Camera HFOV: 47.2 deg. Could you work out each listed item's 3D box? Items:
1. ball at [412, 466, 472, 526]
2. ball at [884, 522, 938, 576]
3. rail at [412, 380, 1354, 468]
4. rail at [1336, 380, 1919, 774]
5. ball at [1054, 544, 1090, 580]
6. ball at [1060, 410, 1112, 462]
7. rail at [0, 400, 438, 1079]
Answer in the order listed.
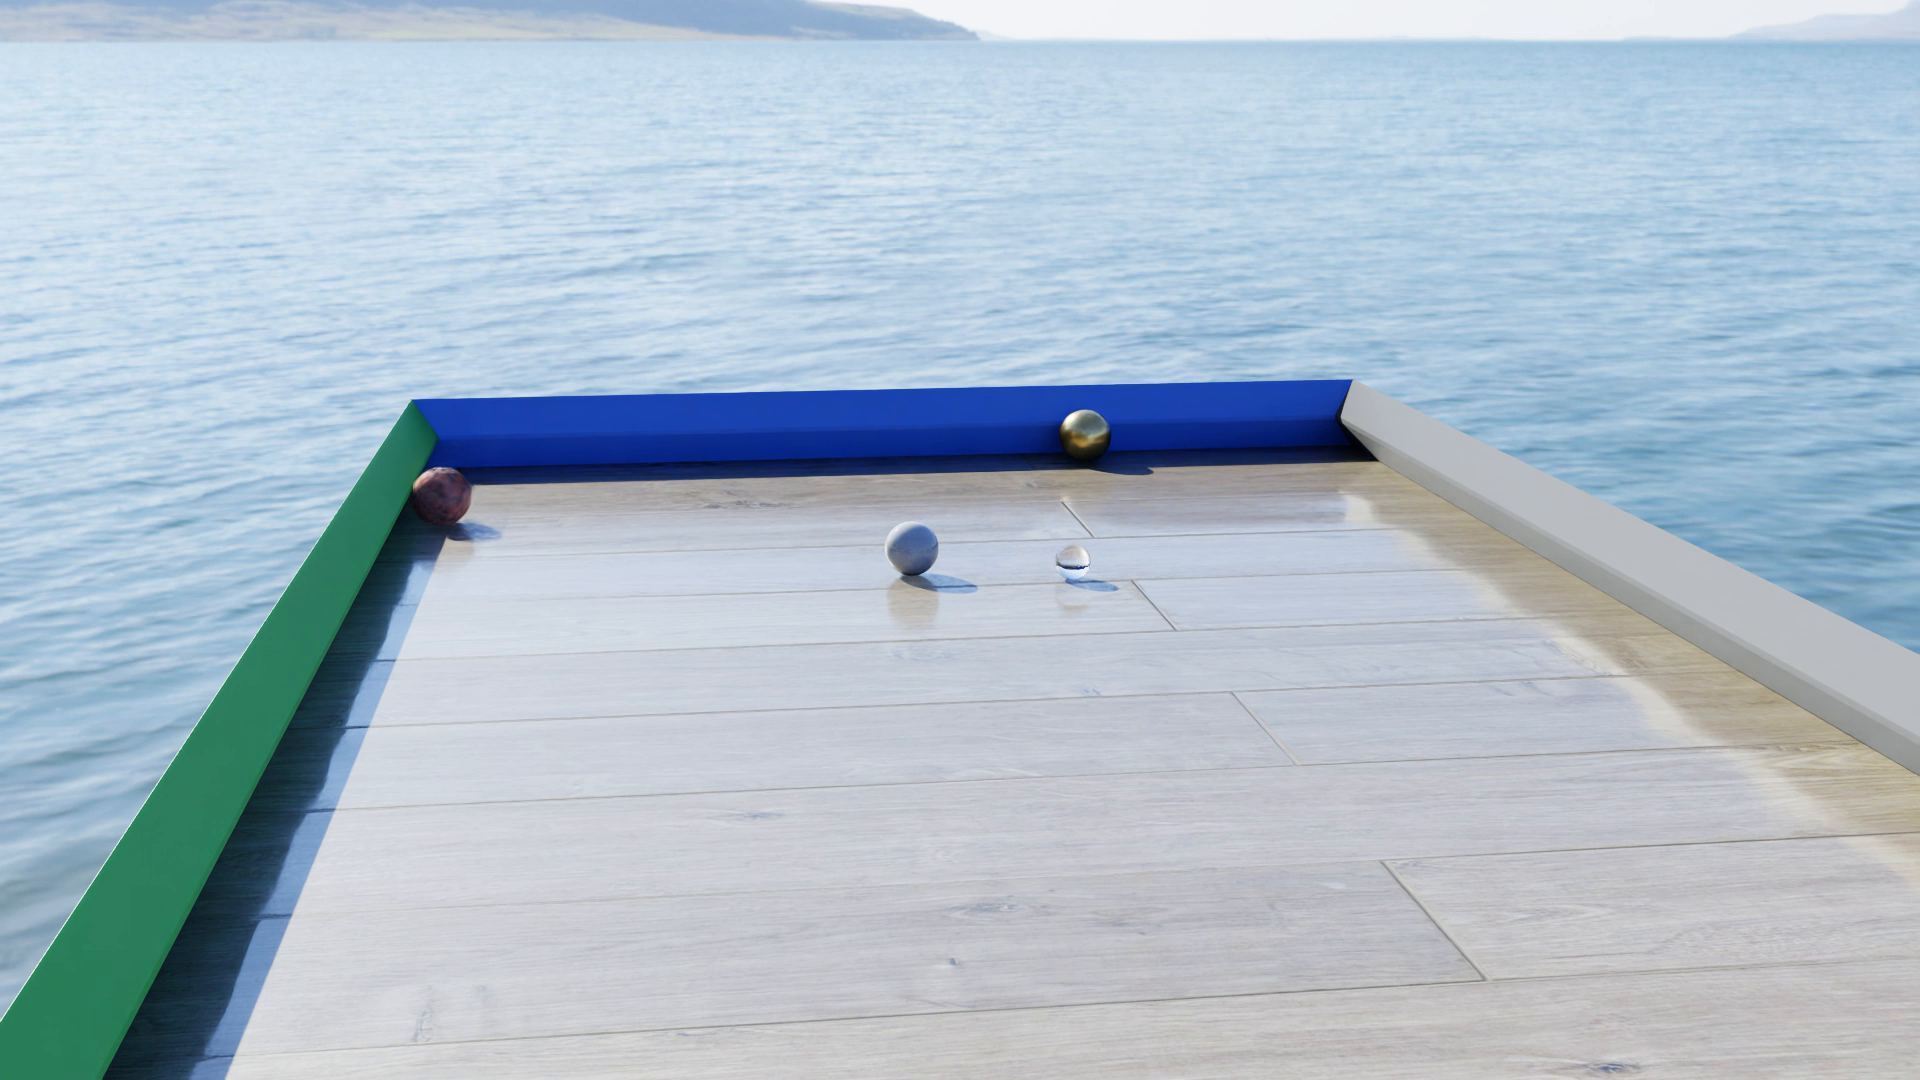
[{"bbox_3d":[-0.744,-0.063,3.160,0.084,0.084,0.084,0,13,0],"label":"ball"},{"bbox_3d":[-0.063,0.011,2.864,0.071,0.071,0.071,0,13,0],"label":"ball"},{"bbox_3d":[-0.104,-0.191,3.652,1.580,0.112,0.045,-2,13,-8],"label":"rail"},{"bbox_3d":[0.866,0.129,2.254,0.045,0.112,3.154,-2,13,-8],"label":"rail"},{"bbox_3d":[0.146,0.028,2.844,0.047,0.047,0.047,0,13,0],"label":"ball"},{"bbox_3d":[0.208,-0.173,3.634,0.086,0.086,0.086,0,13,0],"label":"ball"},{"bbox_3d":[-0.652,0.175,2.051,0.045,0.112,3.154,-2,13,-8],"label":"rail"}]
